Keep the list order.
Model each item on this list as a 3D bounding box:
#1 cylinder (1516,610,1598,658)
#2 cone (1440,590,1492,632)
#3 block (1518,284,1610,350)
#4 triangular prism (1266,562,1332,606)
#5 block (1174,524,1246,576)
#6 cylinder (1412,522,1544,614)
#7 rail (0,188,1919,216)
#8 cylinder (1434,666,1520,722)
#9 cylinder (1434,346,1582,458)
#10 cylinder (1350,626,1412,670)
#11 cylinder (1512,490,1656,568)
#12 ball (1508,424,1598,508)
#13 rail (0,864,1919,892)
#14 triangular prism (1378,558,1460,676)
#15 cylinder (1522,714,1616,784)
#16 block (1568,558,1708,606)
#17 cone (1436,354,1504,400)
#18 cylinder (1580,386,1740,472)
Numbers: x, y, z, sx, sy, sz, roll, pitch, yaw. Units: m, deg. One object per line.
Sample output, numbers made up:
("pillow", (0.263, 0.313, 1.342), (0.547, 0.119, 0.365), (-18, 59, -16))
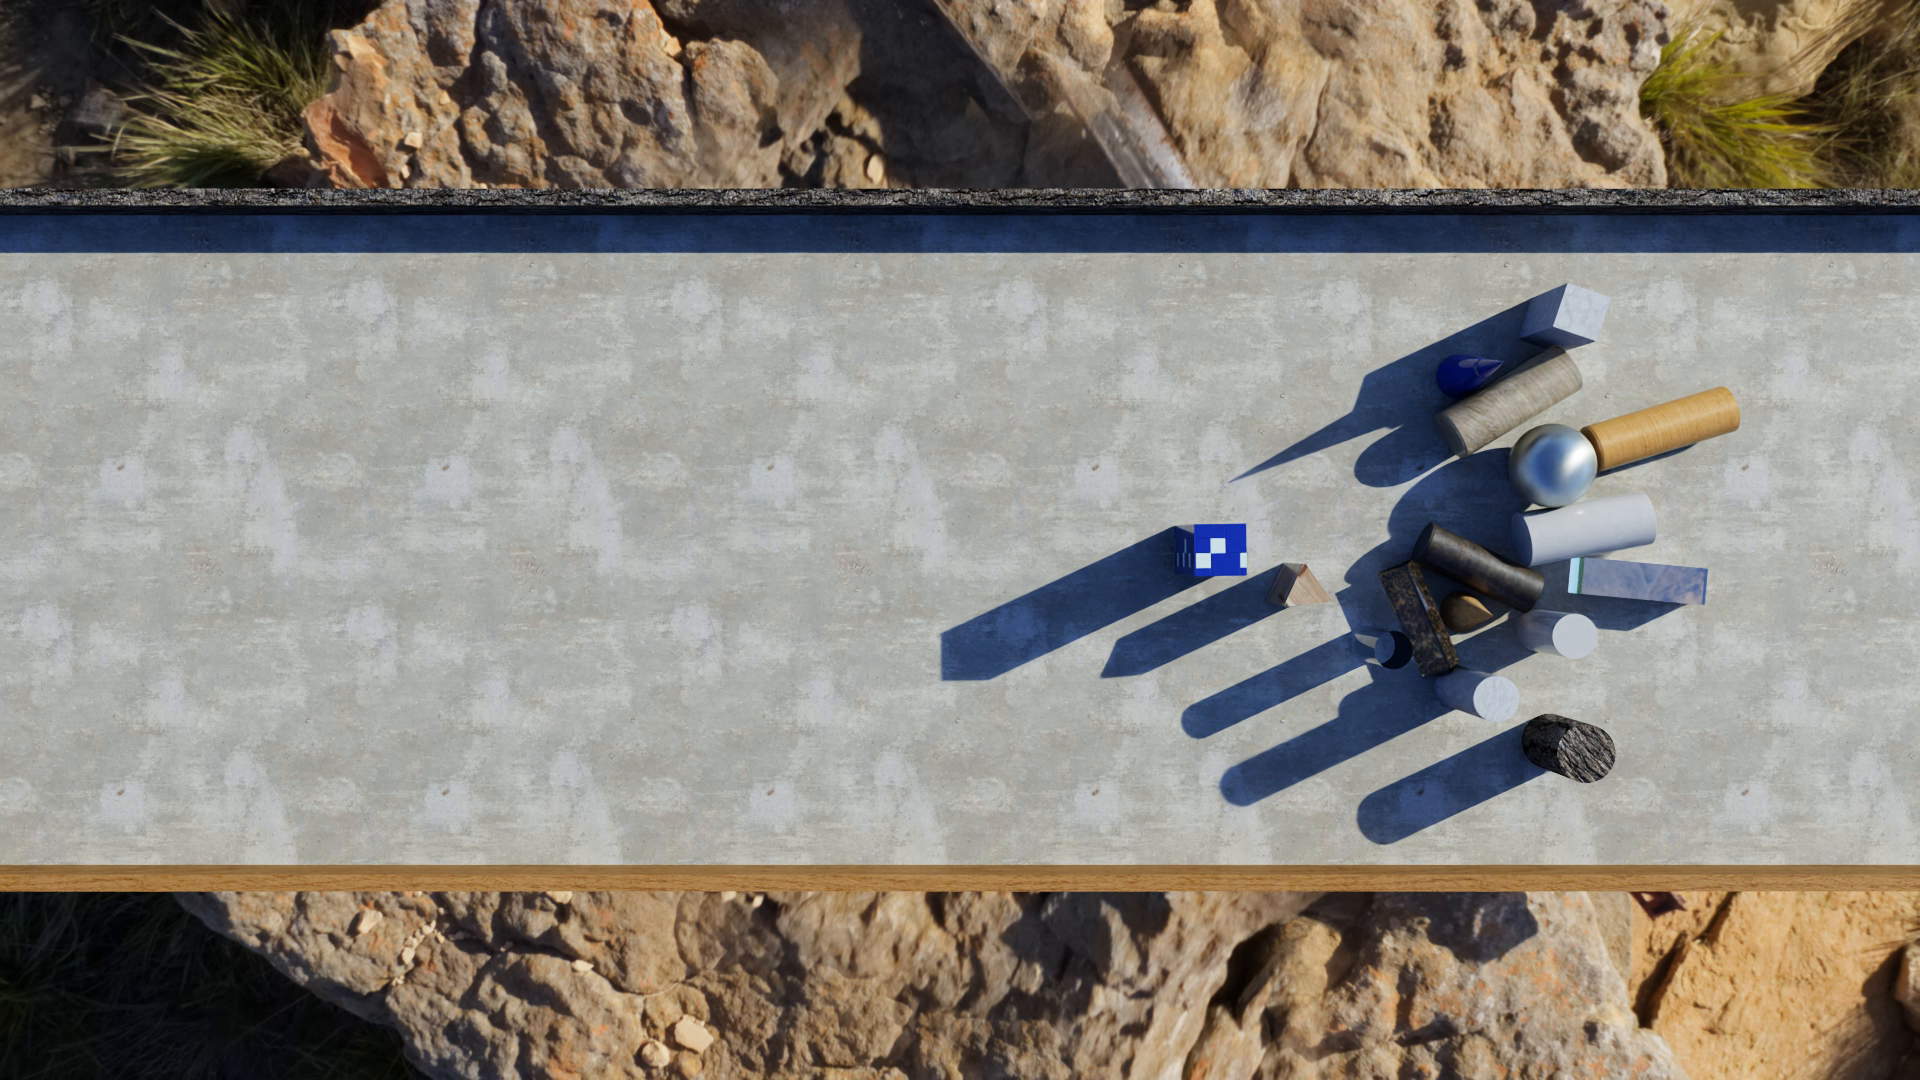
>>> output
("cylinder", (1.773, 0.278, 4.916), (0.130, 0.321, 0.130), (0, 90, 0))
("cone", (1.539, 0.220, 4.917), (0.127, 0.319, 0.127), (0, 90, 0))
("block", (1.801, -0.660, 4.925), (0.133, 0.302, 0.133), (19, 90, 0))
("triangular prism", (1.003, 0.126, 4.926), (0.132, 0.301, 0.115), (-6, 90, 0))
("block", (0.735, 0.028, 4.864), (0.147, 0.425, 0.147), (-1, 90, 0))
("cylinder", (1.573, 0.085, 5.011), (0.371, 0.130, 0.130), (25, 90, 0))
("rail", (-2.247, -1.025, 5.002), (12.000, 0.150, 0.050), (0, 90, 0))
("cylinder", (1.524, 0.451, 4.882), (0.131, 0.389, 0.131), (0, 90, 0))
("cylinder", (1.661, -0.418, 4.997), (0.409, 0.158, 0.158), (-31, 90, 0))
("cylinder", (1.254, 0.318, 4.923), (0.112, 0.306, 0.112), (0, 90, 0))
("cylinder", (1.886, -0.034, 4.993), (0.377, 0.167, 0.167), (-10, 90, 0))
("ball", (1.778, -0.223, 4.950), (0.253, 0.253, 0.253), (0, 90, 0))
("rail", (-2.247, 1.025, 5.001), (12.000, 0.150, 0.050), (0, 90, 0))
("triangular prism", (1.410, 0.238, 5.020), (0.123, 0.107, 0.347), (-24, 90, 0))
("cylinder", (1.814, 0.619, 4.926), (0.170, 0.300, 0.170), (0, 90, 0))
("block", (2.062, 0.124, 5.021), (0.373, 0.110, 0.110), (5, 90, 0))
("cone", (1.534, -0.503, 4.861), (0.139, 0.430, 0.139), (0, 90, 0))
("cylinder", (2.120, -0.336, 5.005), (0.433, 0.144, 0.144), (-17, 90, 0))
